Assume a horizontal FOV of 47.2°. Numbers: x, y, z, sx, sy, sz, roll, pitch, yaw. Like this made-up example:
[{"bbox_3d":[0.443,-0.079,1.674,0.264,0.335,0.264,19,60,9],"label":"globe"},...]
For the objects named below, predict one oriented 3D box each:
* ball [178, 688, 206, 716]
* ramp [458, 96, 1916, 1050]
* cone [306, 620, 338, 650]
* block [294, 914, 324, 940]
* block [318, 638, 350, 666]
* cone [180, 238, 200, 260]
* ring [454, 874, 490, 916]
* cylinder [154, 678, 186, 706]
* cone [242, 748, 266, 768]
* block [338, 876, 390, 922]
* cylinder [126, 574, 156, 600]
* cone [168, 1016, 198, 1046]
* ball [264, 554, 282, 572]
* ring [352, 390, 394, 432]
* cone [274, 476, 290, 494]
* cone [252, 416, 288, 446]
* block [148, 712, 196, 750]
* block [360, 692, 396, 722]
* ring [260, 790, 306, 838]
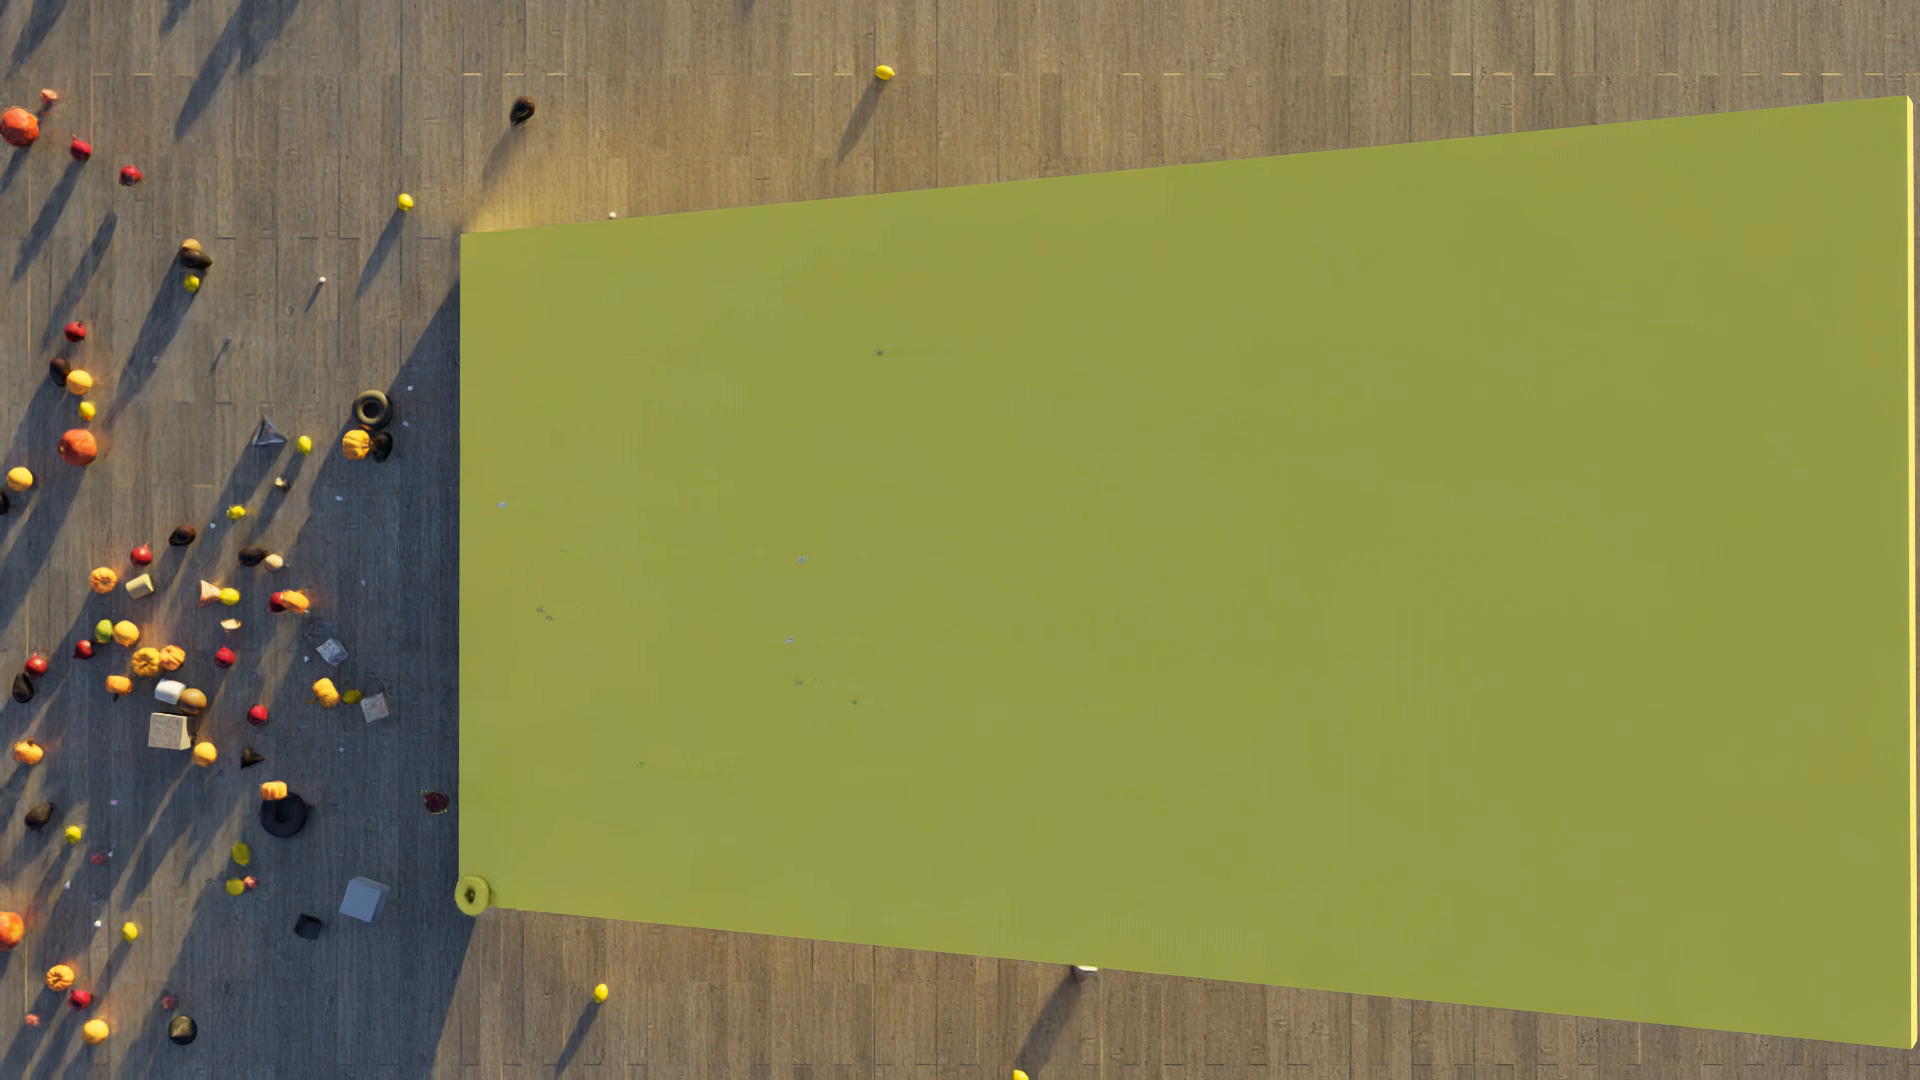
[{"bbox_3d":[-2.309,0.488,6.613,0.084,0.084,0.084,0,89,0],"label":"ball"},{"bbox_3d":[0.272,0.076,5.634,4.000,0.100,2.000,0,89,29],"label":"ramp"},{"bbox_3d":[-1.933,0.288,6.608,0.098,0.098,0.098,0,89,0],"label":"cone"},{"bbox_3d":[-1.958,1.165,6.610,0.054,0.054,0.054,25,89,-39],"label":"block"},{"bbox_3d":[-1.887,0.337,6.621,0.055,0.055,0.055,-40,71,0],"label":"block"},{"bbox_3d":[-2.334,-0.883,6.636,0.064,0.064,0.064,0,89,0],"label":"cone"},{"bbox_3d":[-1.445,1.051,6.511,0.121,0.040,0.121,-1,88,31],"label":"ring"},{"bbox_3d":[-2.377,0.456,6.622,0.066,0.066,0.066,20,89,0],"label":"cylinder"},{"bbox_3d":[-2.130,0.660,6.638,0.065,0.065,0.065,7,89,-27],"label":"cone"},{"bbox_3d":[-1.785,1.078,6.597,0.100,0.100,0.100,19,89,2],"label":"block"},{"bbox_3d":[-2.469,0.142,6.628,0.060,0.060,0.060,-26,89,0],"label":"cylinder"},{"bbox_3d":[-2.349,1.481,6.600,0.090,0.090,0.090,0,89,0],"label":"cone"},{"bbox_3d":[-2.071,0.071,6.632,0.054,0.054,0.054,0,89,0],"label":"ball"},{"bbox_3d":[-1.775,-0.391,6.643,0.125,0.042,0.125,0,90,1],"label":"ring"},{"bbox_3d":[-2.054,-0.166,6.636,0.050,0.050,0.050,0,89,0],"label":"cone"},{"bbox_3d":[-2.074,-0.316,6.641,0.095,0.095,0.095,20,89,-26],"label":"cone"},{"bbox_3d":[-2.368,0.572,6.605,0.097,0.097,0.097,6,89,0],"label":"block"},{"bbox_3d":[-1.752,0.503,6.618,0.071,0.071,0.071,-19,89,1],"label":"block"},{"bbox_3d":[-2.039,0.827,6.628,0.142,0.047,0.142,0,90,-1],"label":"ring"}]
